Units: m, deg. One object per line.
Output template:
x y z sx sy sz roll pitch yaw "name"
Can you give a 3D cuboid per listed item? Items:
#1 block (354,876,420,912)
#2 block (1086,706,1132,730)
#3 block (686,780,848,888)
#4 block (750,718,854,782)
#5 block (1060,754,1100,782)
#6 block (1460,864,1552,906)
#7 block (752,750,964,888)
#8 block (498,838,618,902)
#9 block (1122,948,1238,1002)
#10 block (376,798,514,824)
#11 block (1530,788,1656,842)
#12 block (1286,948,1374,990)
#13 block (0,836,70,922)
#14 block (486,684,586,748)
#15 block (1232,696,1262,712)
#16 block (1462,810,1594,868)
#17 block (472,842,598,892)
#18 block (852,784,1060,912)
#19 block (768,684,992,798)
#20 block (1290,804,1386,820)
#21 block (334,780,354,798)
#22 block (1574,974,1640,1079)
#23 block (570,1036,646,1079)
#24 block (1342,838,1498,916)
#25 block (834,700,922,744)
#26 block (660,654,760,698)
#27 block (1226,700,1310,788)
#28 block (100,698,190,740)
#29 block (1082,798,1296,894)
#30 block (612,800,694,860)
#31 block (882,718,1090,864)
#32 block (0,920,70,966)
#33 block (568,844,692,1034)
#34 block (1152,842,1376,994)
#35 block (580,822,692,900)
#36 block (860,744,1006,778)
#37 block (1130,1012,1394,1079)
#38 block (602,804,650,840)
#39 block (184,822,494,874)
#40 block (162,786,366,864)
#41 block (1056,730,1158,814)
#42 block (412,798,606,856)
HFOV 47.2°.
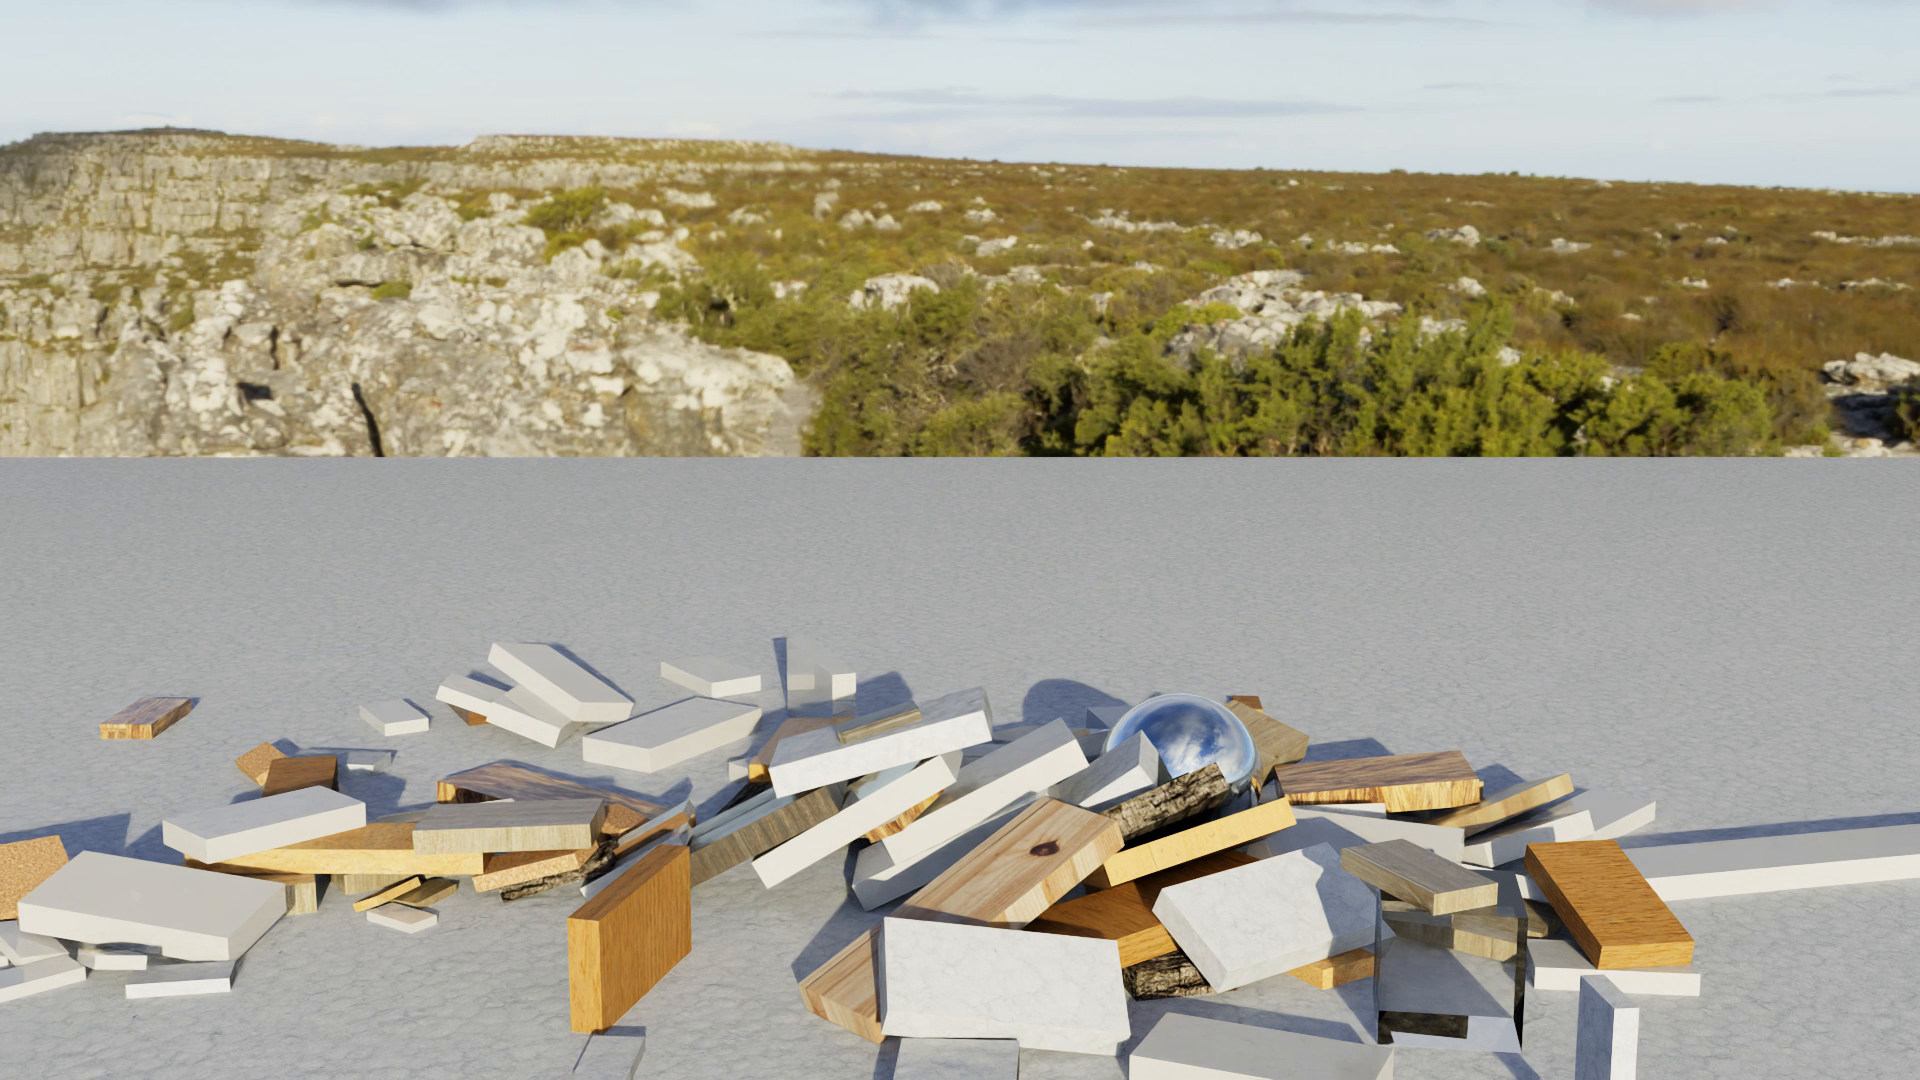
-0.942 0.583 3.615 0.053 0.015 0.105 -20 1 27 "block"
0.383 0.399 4.334 0.164 0.046 0.328 -2 14 -17 "block"
-0.362 0.485 3.647 0.359 0.051 0.180 -27 8 6 "block"
-0.288 0.413 4.279 0.169 0.048 0.338 -1 10 8 "block"
0.333 0.440 4.362 0.293 0.042 0.147 -9 14 -41 "block"
0.912 0.568 3.563 0.237 0.034 0.118 7 -13 35 "block"
-0.167 0.443 3.639 0.359 0.051 0.180 -30 6 8 "block"
-0.666 0.550 3.662 0.188 0.027 0.094 -17 10 3 "block"
0.294 0.621 3.381 0.159 0.045 0.318 -3 11 -15 "block"
-0.908 0.499 3.903 0.242 0.034 0.121 -6 3 -18 "block"
1.155 0.509 4.012 0.123 0.035 0.247 9 14 41 "block"
0.523 0.629 3.374 0.108 0.031 0.217 -7 13 -33 "block"
-1.592 0.569 3.484 0.351 0.050 0.176 -7 33 -33 "block"
-0.874 0.356 4.648 0.152 0.043 0.304 21 11 4 "block"
0.632 0.365 4.836 0.058 0.016 0.115 0 11 3 "block"
0.941 0.522 3.782 0.291 0.041 0.145 -9 -8 -39 "block"
-0.705 0.536 3.653 0.188 0.027 0.094 -15 10 14 "block"
-0.004 0.492 3.646 0.354 0.050 0.177 -26 9 6 "block"
-0.127 0.329 3.618 0.359 0.051 0.180 -15 9 4 "block"
0.628 0.501 3.906 0.231 0.033 0.116 -1 -21 -5 "block"
-1.190 0.492 4.124 0.093 0.026 0.186 -6 12 -29 "block"
0.794 0.658 2.708 0.031 0.217 0.108 -1 11 -6 "block"
-0.475 0.709 2.970 0.073 0.021 0.146 0 11 2 "block"
0.650 0.477 3.123 0.108 0.031 0.217 -5 12 -25 "block"
-0.135 0.298 3.596 0.138 0.020 0.069 -17 9 -7 "block"
-0.576 0.313 5.066 0.125 0.035 0.249 -7 13 -34 "block"
0.490 0.415 4.135 0.173 0.049 0.346 25 32 31 "block"
-1.742 0.381 4.708 0.108 0.031 0.217 0 11 2 "block"
0.360 0.489 3.491 0.318 0.045 0.159 -16 -12 -14 "block"
-0.513 0.485 3.686 0.138 0.020 0.069 -30 8 6 "block"
0.033 0.414 3.654 0.354 0.050 0.177 -27 9 -2 "block"
-1.433 0.621 3.380 0.072 0.020 0.144 1 13 -43 "block"
-0.483 0.583 3.245 0.048 0.169 0.338 3 11 15 "block"
0.473 0.563 3.307 0.337 0.048 0.168 -9 43 -34 "block"
-0.537 0.532 3.660 0.188 0.027 0.094 -30 8 5 "block"
-0.020 0.430 4.167 0.347 0.049 0.173 3 9 -19 "block"
0.403 0.704 2.932 0.318 0.045 0.159 5 11 23 "block"
-0.601 0.497 3.882 0.069 0.020 0.138 -8 13 -36 "block"
-1.032 0.516 3.687 0.485 0.041 0.145 1 10 -2 "block"
-1.161 0.474 3.679 0.145 0.041 0.290 10 14 42 "block"
0.170 0.459 3.665 0.354 0.050 0.177 -35 8 13 "block"
-0.748 0.476 3.659 0.290 0.041 0.145 -2 10 0 "block"
